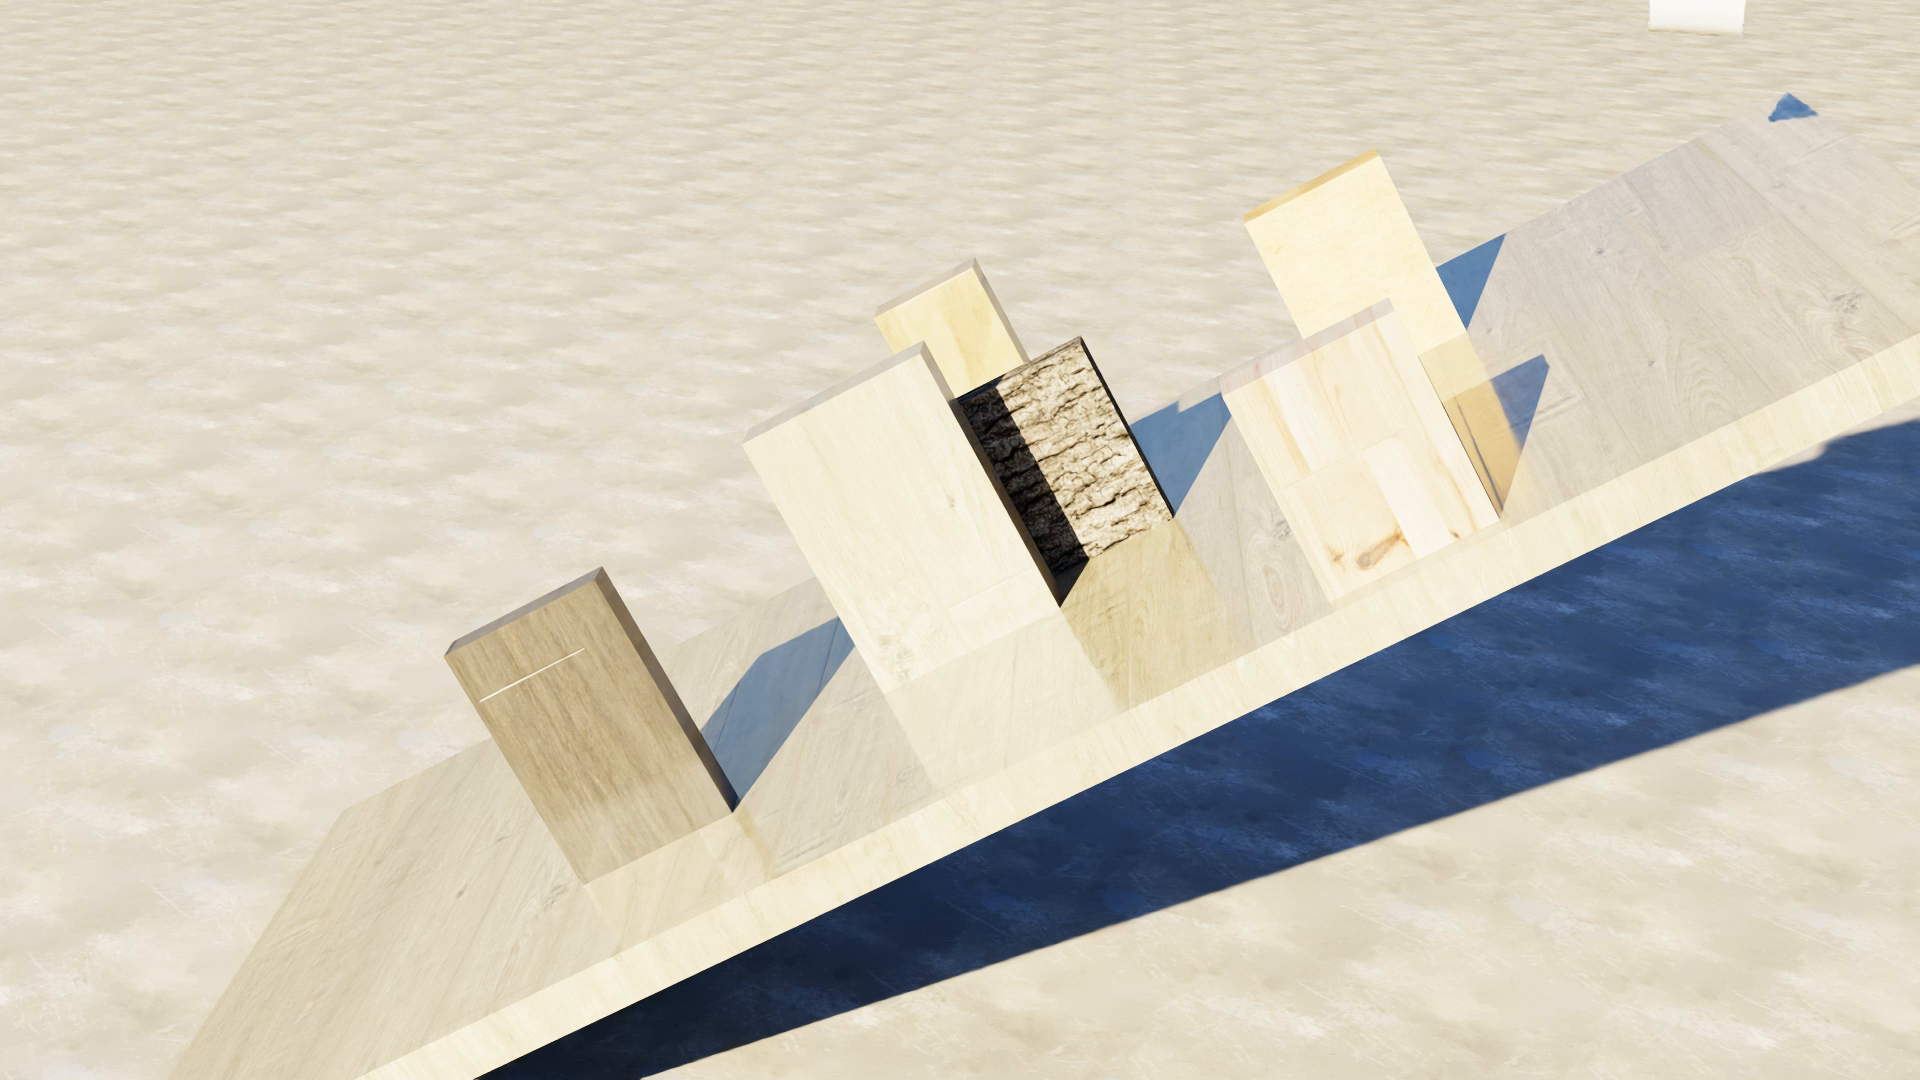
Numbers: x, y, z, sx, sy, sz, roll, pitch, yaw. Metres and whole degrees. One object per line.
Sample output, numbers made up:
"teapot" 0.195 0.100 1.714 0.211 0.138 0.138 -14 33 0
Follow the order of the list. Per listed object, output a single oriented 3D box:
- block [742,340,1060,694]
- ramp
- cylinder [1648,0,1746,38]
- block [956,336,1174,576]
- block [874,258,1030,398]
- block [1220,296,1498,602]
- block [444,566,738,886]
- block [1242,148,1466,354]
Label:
"block" -0.116 -0.044 6.063 0.412 0.606 0.122 -26 14 11
"ramp" 0.141 0.167 6.281 4.000 0.100 2.000 -26 14 11
"cylinder" 1.460 -1.087 5.800 0.179 0.179 0.179 7 18 14
"block" 0.210 -0.168 6.236 0.324 0.426 0.084 -26 14 11
"block" 0.052 -0.342 6.863 0.256 0.570 0.123 -26 14 11
"block" 0.709 -0.160 5.227 0.333 0.426 0.113 -26 14 11
"block" -0.738 0.376 5.904 0.349 0.553 0.092 -26 14 11
"block" 0.860 -0.583 6.416 0.320 0.434 0.105 -26 14 11
